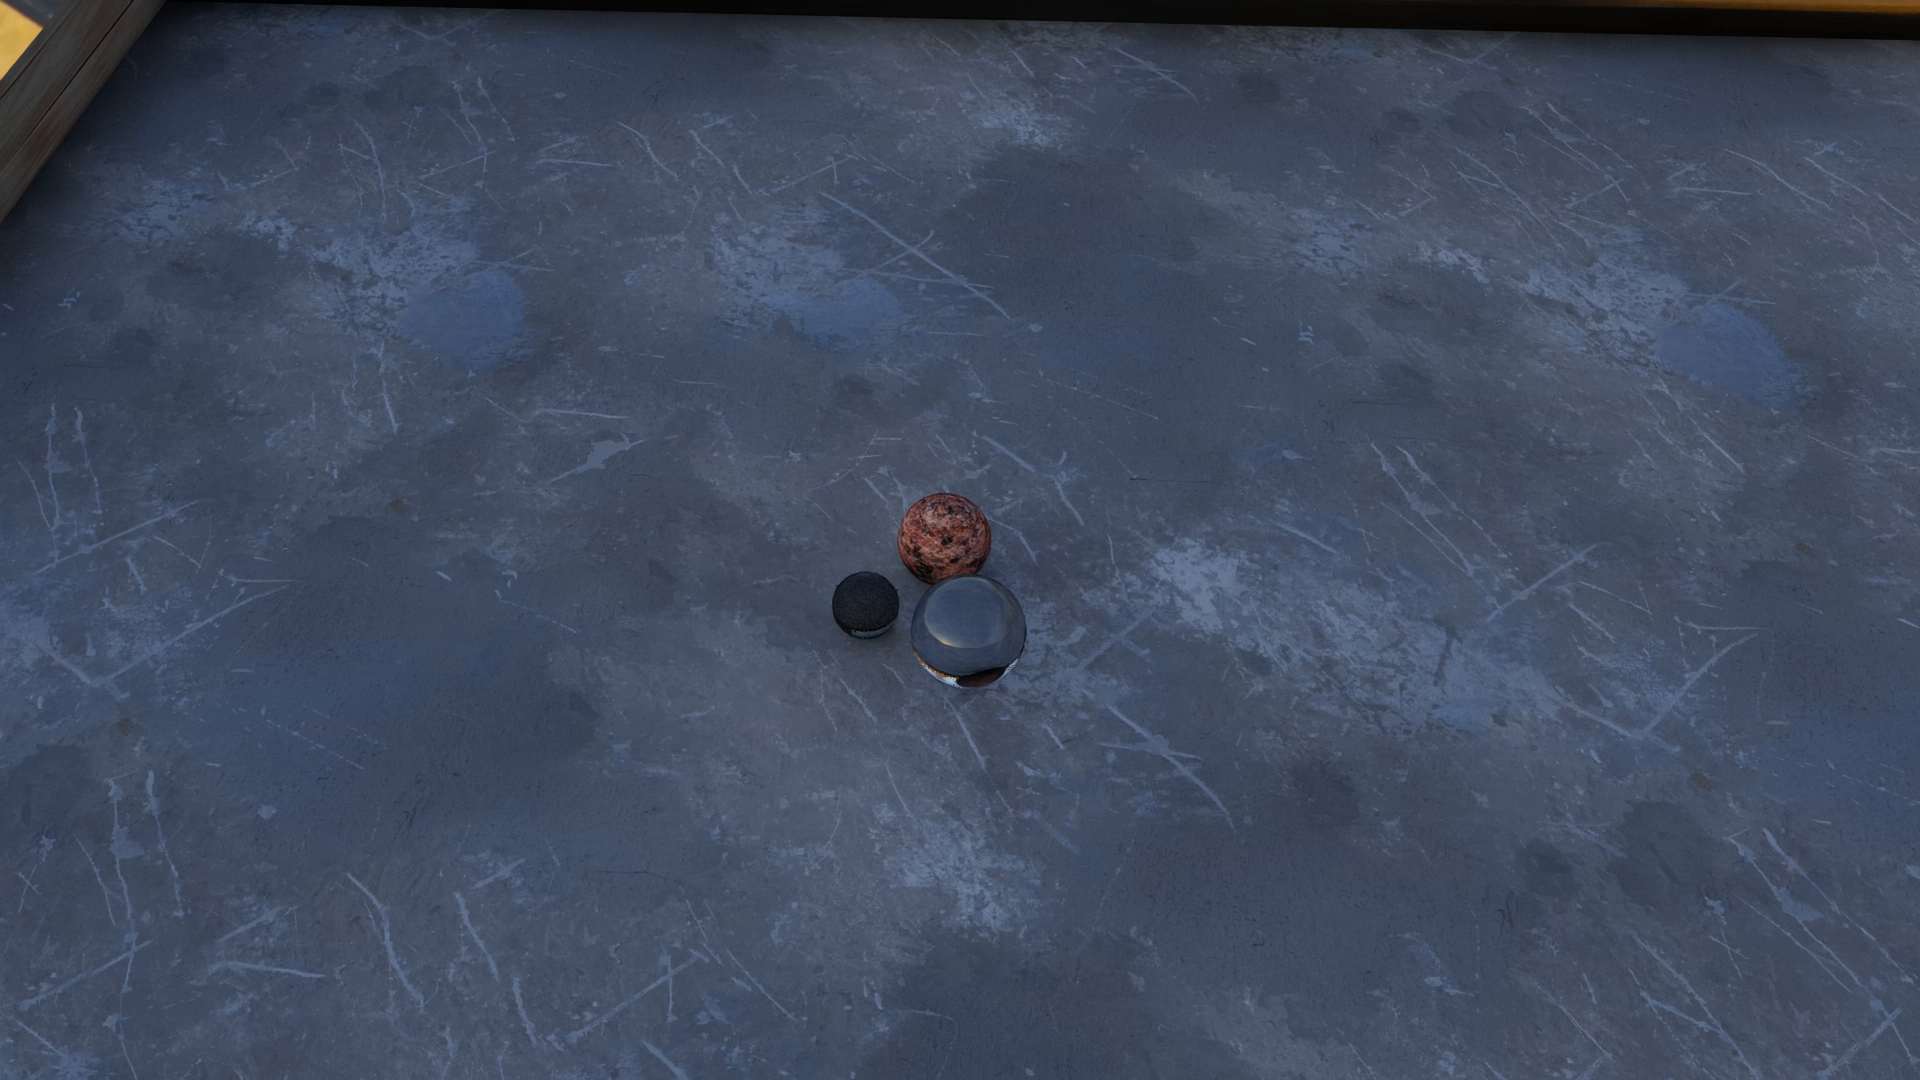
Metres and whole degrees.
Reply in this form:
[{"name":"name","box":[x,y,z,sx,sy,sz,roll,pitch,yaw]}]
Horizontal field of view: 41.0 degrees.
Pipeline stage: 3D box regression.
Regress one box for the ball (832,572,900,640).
[{"name":"ball","box":[-0.063,0.044,1.713,0.045,0.045,0.045,0,36,0]}]

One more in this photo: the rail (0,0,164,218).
[{"name":"rail","box":[-0.824,-0.042,1.784,0.045,0.100,1.853,2,36,3]}]

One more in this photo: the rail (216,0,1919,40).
[{"name":"rail","box":[0.896,-0.515,2.443,3.397,0.100,0.045,2,36,3]}]

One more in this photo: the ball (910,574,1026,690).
[{"name":"ball","box":[0.006,0.059,1.665,0.075,0.075,0.075,0,36,0]}]

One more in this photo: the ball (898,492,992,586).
[{"name":"ball","box":[-0.011,0.000,1.757,0.065,0.065,0.065,0,36,0]}]
